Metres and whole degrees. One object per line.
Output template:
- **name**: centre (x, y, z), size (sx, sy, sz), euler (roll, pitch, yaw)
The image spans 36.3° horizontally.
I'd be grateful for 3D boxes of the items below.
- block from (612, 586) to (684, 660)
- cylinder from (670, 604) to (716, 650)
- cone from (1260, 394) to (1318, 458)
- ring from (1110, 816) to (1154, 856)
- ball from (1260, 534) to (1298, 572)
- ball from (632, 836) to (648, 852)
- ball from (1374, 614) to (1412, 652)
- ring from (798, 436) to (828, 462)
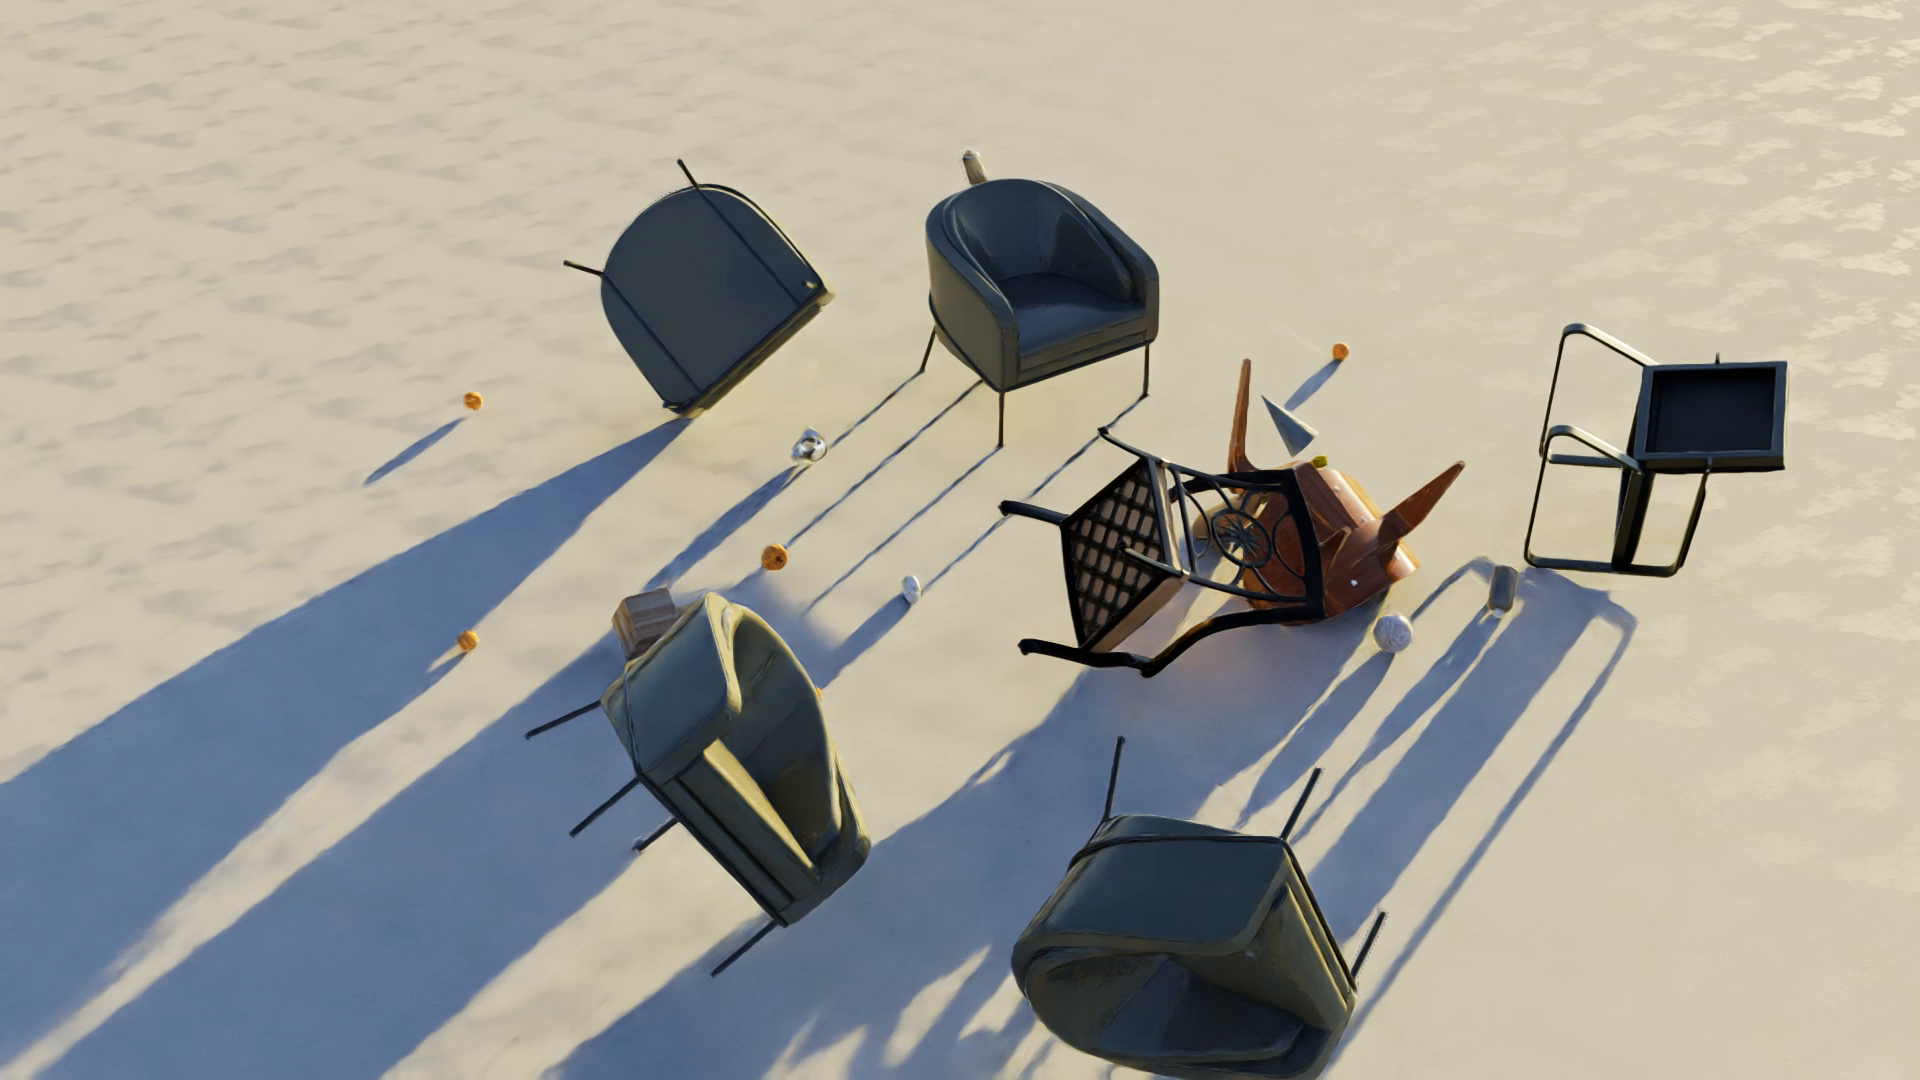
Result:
- **block**: centre (-1.091, 0.292, 10.218), size (0.165, 0.190, 0.161), euler (-15, 72, -27)
- **cylinder**: centre (-0.947, 0.305, 10.318), size (0.148, 0.180, 0.128), euler (0, 44, -16)
- **cone**: centre (1.207, -0.452, 10.967), size (0.257, 0.115, 0.155), euler (48, 52, -4)
- **ring**: centre (0.539, 0.927, 9.183), size (0.046, 0.157, 0.249), euler (-40, 7, -15)
- **ball**: centre (1.171, 0.048, 10.749), size (0.134, 0.134, 0.134), euler (0, 33, 0)
- **ball**: centre (-1.027, 0.978, 9.414), size (0.050, 0.050, 0.050), euler (0, 33, 0)
- **ball**: centre (1.525, 0.328, 10.321), size (0.137, 0.137, 0.137), euler (0, 33, 0)
- **ring**: centre (-0.543, -0.337, 10.824), size (0.090, 0.057, 0.138), euler (-53, 38, -9)
